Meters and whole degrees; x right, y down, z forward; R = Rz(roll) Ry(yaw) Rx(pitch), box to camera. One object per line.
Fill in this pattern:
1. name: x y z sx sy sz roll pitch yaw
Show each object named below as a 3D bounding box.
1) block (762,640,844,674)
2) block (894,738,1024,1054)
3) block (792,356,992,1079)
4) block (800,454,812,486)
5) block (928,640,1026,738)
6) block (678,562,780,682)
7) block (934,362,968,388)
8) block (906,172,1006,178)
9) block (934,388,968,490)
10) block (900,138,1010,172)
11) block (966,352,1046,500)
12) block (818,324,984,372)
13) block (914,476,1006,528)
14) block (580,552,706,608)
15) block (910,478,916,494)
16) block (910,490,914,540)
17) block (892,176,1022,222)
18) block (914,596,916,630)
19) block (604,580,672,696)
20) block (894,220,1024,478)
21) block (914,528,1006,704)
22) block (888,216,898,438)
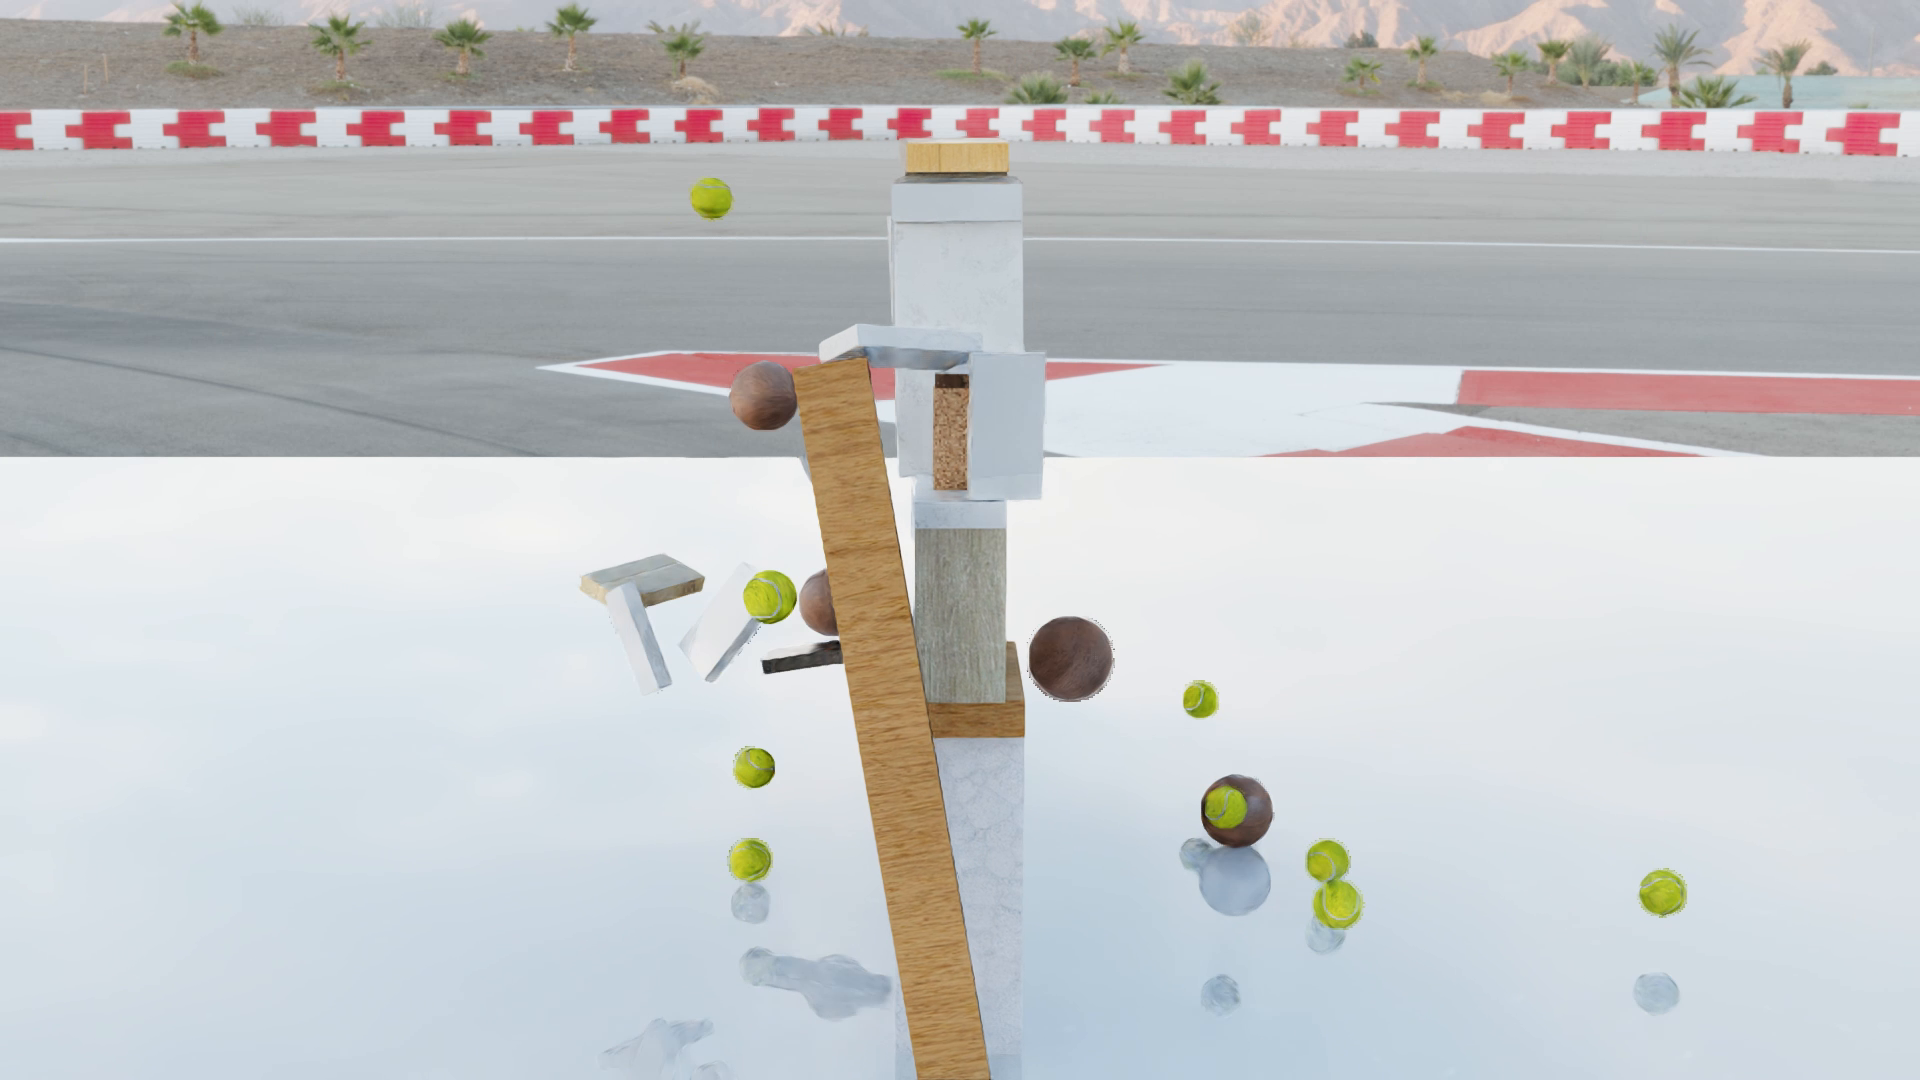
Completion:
1. block: -0.238 0.206 4.004 0.233 0.027 0.094 -9 8 8
2. block: -0.002 0.477 3.004 0.175 0.464 0.050 0 13 0
3. block: -0.084 0.251 2.826 0.094 0.971 0.027 -9 8 3
4. block: -0.203 -0.052 3.803 0.064 0.227 0.018 -25 -2 -4
5. block: -0.004 0.204 3.062 0.175 0.050 0.350 0 10 -1
6. block: -0.391 0.138 3.704 0.027 0.187 0.094 22 21 -51
7. block: 0.001 -0.220 2.934 0.068 0.019 0.136 0 10 0
8. block: -0.005 -0.416 3.411 0.154 0.309 0.044 0 11 -1
9. block: -0.001 -0.135 2.903 0.068 0.136 0.019 0 11 -1
10. block: -0.012 -0.609 3.472 0.154 0.044 0.309 -1 12 -3
11. block: 0.059 -0.146 2.815 0.094 0.188 0.027 -1 11 -13
12. block: -0.074 -0.244 2.803 0.188 0.027 0.094 0 -11 -34
13. block: 0.000 -0.052 2.919 0.118 0.033 0.236 0 10 0
14. block: -0.575 0.078 3.991 0.107 0.030 0.213 27 25 28
15. block: -0.011 -0.084 3.172 0.111 0.031 0.221 -1 10 -4
16. block: -0.011 -0.134 3.694 0.137 0.274 0.039 4 10 21
17. block: -0.003 -0.496 3.190 0.179 0.051 0.357 0 11 0
18. block: -0.006 0.097 3.479 0.128 0.036 0.256 0 11 1
19. block: -0.549 0.169 3.756 0.027 0.187 0.094 -20 -2 -28
20. block: -0.001 -0.270 3.099 0.179 0.357 0.051 -1 5 -3
21. block: 0.001 0.094 2.868 0.118 0.236 0.033 0 12 -1
22. block: -0.011 -0.310 3.362 0.179 0.374 0.051 -3 9 -8
